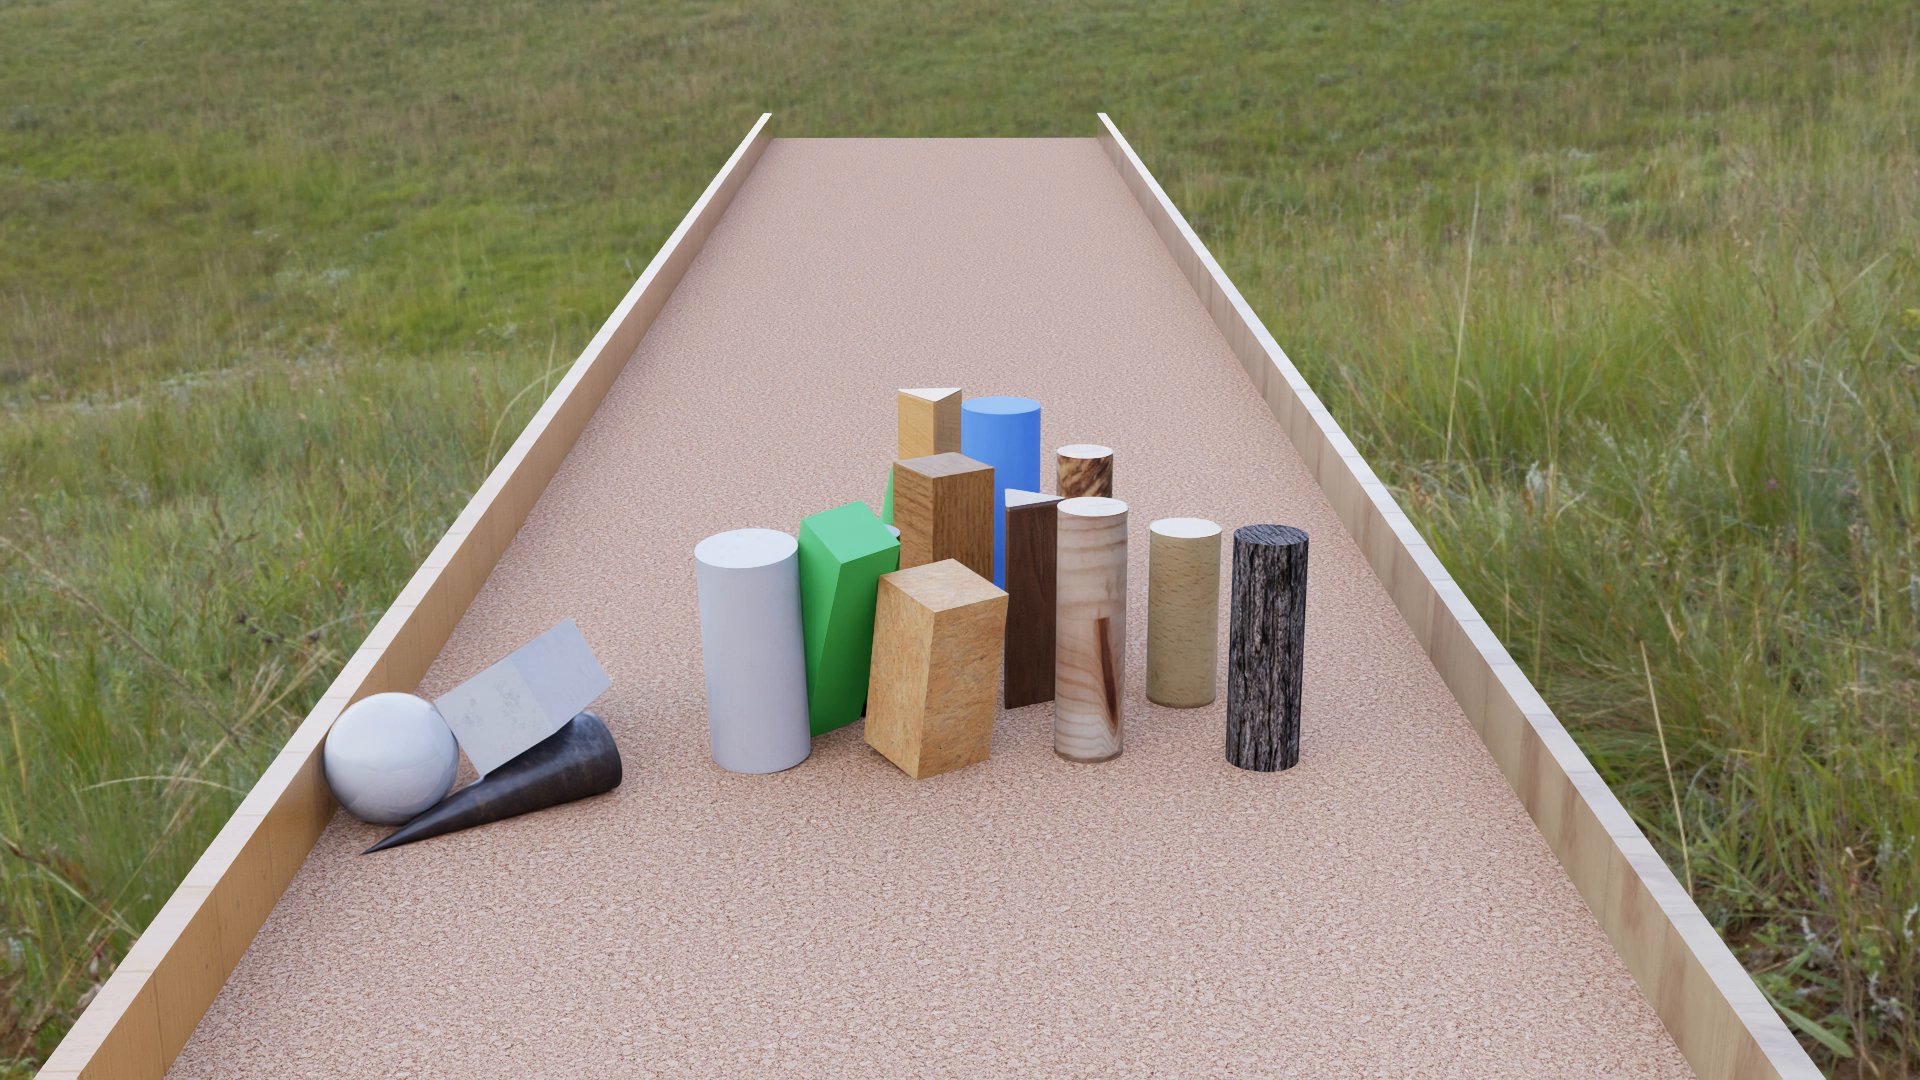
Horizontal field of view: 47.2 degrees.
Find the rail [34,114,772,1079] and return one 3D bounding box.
[{"bbox_3d":[-1.118,-0.838,7.780,0.050,0.150,12.000,0,17,-1],"label":"rail"}]

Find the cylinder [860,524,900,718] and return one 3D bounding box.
[{"bbox_3d":[-0.165,0.150,4.100,0.102,0.349,0.102,1,19,0],"label":"cylinder"}]

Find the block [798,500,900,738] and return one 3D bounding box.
[{"bbox_3d":[-0.228,0.148,3.921,0.124,0.442,0.124,-19,50,-33],"label":"block"}]

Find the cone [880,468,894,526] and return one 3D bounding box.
[{"bbox_3d":[-0.137,0.028,4.466,0.161,0.379,0.161,0,16,0],"label":"cone"}]

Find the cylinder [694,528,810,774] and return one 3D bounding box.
[{"bbox_3d":[-0.361,0.195,3.856,0.178,0.392,0.178,-2,22,1],"label":"cylinder"}]

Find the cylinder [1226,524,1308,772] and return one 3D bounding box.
[{"bbox_3d":[0.538,0.190,3.861,0.129,0.415,0.129,0,17,0],"label":"cylinder"}]

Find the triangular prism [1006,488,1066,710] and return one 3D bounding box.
[{"bbox_3d":[0.115,0.107,4.169,0.125,0.397,0.108,-9,19,-28],"label":"triangular prism"}]

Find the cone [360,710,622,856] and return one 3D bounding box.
[{"bbox_3d":[-0.792,0.433,3.646,0.455,0.144,0.144,-23,27,-33],"label":"cone"}]

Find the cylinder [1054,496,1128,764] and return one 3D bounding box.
[{"bbox_3d":[0.231,0.160,3.889,0.124,0.456,0.124,0,17,0],"label":"cylinder"}]

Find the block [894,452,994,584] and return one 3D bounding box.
[{"bbox_3d":[-0.033,0.048,4.348,0.143,0.408,0.143,-11,20,-32],"label":"block"}]

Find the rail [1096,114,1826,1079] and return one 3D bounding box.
[{"bbox_3d":[0.932,-0.844,7.801,0.050,0.150,12.000,0,17,-1],"label":"rail"}]

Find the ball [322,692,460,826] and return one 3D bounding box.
[{"bbox_3d":[-0.938,0.360,3.630,0.219,0.219,0.219,0,17,0],"label":"ball"}]

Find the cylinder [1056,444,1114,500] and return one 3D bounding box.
[{"bbox_3d":[0.244,0.034,4.356,0.110,0.432,0.110,0,17,0],"label":"cylinder"}]

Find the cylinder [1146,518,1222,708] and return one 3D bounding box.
[{"bbox_3d":[0.423,0.138,4.170,0.134,0.337,0.134,0,17,0],"label":"cylinder"}]

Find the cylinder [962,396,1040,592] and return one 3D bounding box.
[{"bbox_3d":[0.085,-0.064,4.648,0.166,0.453,0.166,0,17,0],"label":"cylinder"}]

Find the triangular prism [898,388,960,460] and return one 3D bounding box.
[{"bbox_3d":[-0.046,-0.123,4.897,0.121,0.424,0.139,-12,20,-35],"label":"triangular prism"}]

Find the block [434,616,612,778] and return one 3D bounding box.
[{"bbox_3d":[-0.755,0.266,3.840,0.148,0.148,0.450,-31,4,6],"label":"block"}]

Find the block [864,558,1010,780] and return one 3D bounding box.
[{"bbox_3d":[-0.044,0.225,3.857,0.161,0.327,0.161,-13,30,-36],"label":"block"}]
